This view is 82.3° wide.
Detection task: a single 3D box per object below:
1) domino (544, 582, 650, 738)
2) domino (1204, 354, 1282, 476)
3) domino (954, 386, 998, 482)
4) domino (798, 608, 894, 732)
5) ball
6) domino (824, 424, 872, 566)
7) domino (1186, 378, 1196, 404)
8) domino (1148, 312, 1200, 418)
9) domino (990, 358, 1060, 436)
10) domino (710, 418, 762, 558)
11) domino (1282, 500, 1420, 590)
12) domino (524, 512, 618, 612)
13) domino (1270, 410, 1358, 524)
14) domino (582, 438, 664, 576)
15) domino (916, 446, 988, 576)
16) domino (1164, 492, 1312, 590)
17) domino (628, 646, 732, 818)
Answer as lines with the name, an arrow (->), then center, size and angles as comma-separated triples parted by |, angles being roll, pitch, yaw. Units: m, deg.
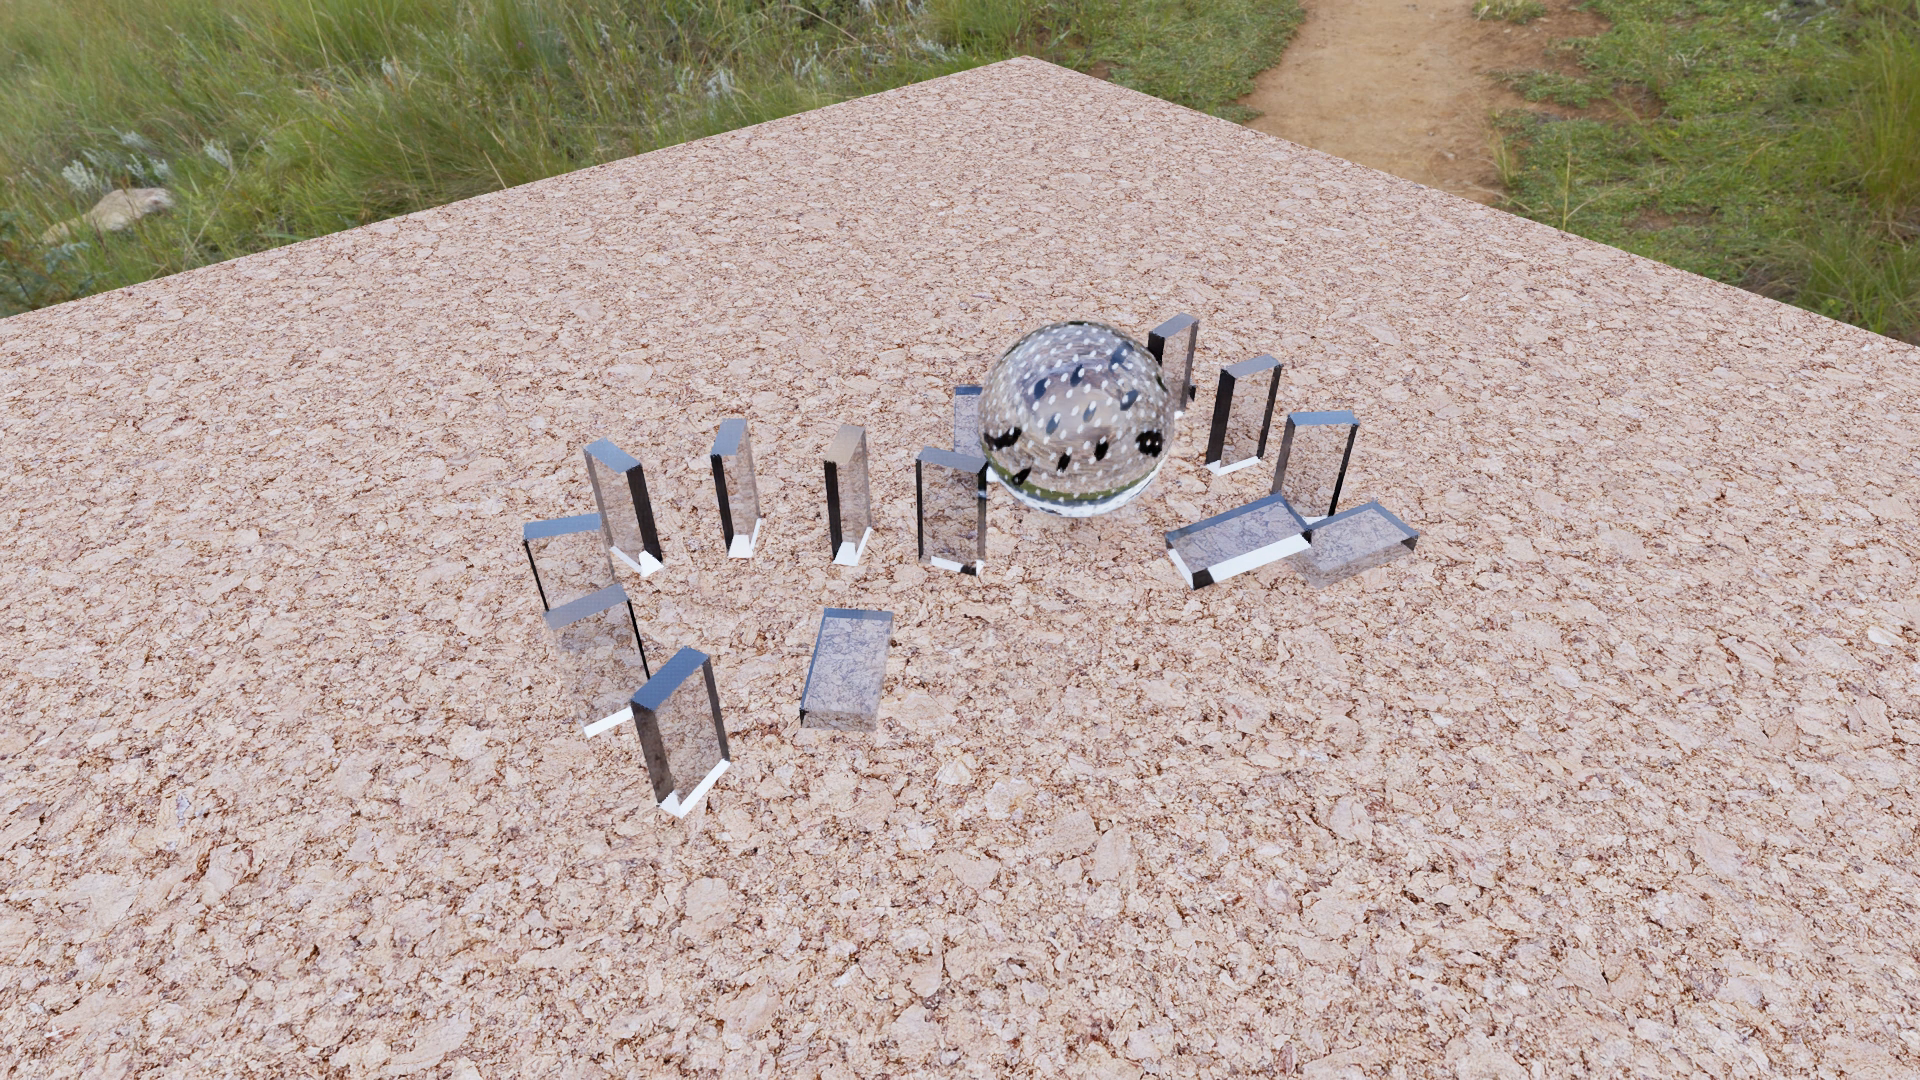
domino -> -0.118, 0.040, 0.362 | 0.025, 0.050, 0.010 | -24, 45, -26
domino -> 0.123, -0.054, 0.477 | 0.025, 0.050, 0.009 | -18, 43, -21
domino -> 0.010, -0.048, 0.493 | 0.025, 0.010, 0.050 | 0, 52, 2
domino -> -0.039, 0.045, 0.388 | 0.025, 0.010, 0.050 | 3, 39, 4
ball -> 0.047, -0.049, 0.448 | 0.080, 0.080, 0.080 | 0, 39, 0
domino -> -0.044, -0.017, 0.433 | 0.010, 0.050, 0.025 | 7, 40, 8
domino -> 0.086, -0.074, 0.534 | 0.050, 0.010, 0.025 | -8, 40, -10
domino -> 0.095, -0.076, 0.504 | 0.009, 0.050, 0.025 | 31, 48, 32
domino -> 0.032, -0.069, 0.528 | 0.025, 0.009, 0.050 | 9, 40, 10
domino -> -0.088, -0.020, 0.436 | 0.010, 0.050, 0.025 | 1, 39, 1
domino -> 0.156, 0.001, 0.442 | 0.050, 0.010, 0.025 | -18, 43, -21
domino -> -0.137, 0.015, 0.394 | 0.025, 0.050, 0.009 | -9, 40, -11
domino -> 0.142, -0.028, 0.446 | 0.025, 0.050, 0.010 | -3, 39, -3
domino -> -0.130, -0.012, 0.427 | 0.025, 0.050, 0.009 | 31, 48, 32
domino -> -0.003, -0.011, 0.424 | 0.025, 0.050, 0.009 | 14, 41, 17
domino -> 0.110, 0.000, 0.435 | 0.050, 0.010, 0.025 | -20, 42, -4
domino -> -0.085, 0.060, 0.339 | 0.009, 0.050, 0.025 | 19, 43, 22
